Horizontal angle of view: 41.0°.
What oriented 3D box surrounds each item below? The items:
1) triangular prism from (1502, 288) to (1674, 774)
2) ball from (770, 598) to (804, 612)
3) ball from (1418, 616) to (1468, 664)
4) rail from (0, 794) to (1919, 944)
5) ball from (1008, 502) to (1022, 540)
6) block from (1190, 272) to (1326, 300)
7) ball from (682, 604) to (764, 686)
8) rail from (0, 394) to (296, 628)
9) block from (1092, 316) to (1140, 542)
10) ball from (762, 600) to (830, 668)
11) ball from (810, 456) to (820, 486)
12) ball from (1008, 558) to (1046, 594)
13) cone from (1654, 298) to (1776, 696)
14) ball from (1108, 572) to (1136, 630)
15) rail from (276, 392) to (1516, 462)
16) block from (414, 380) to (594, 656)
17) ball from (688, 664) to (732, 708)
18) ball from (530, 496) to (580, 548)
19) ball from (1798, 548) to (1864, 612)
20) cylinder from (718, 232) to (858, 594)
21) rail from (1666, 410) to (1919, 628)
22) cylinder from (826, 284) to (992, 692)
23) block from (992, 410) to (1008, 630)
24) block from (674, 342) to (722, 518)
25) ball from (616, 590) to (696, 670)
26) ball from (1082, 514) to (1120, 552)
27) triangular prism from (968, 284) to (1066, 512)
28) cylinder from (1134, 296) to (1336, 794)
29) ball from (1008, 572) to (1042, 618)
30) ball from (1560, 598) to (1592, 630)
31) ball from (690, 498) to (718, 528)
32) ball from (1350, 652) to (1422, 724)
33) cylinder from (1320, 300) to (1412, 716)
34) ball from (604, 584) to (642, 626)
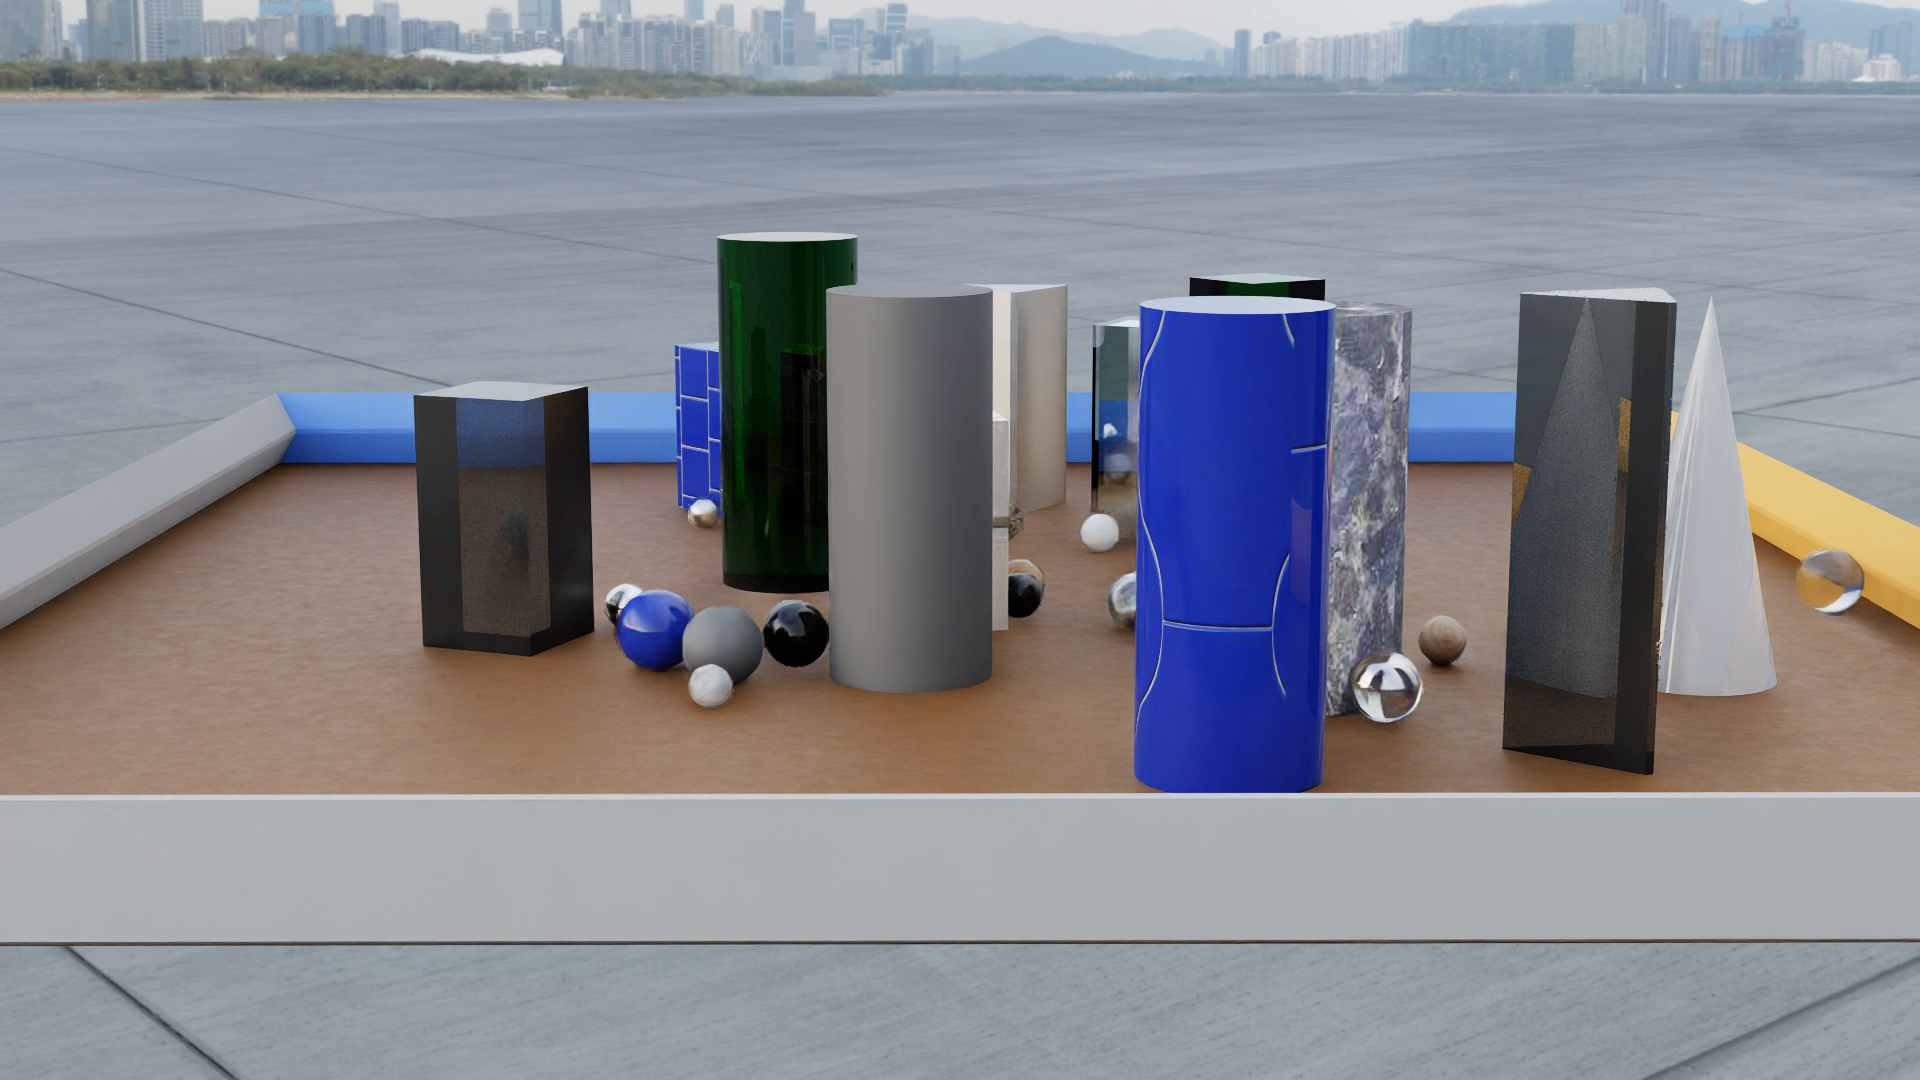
[{"bbox_3d":[0.698,-0.018,2.731,0.171,0.491,0.148,9,13,39],"label":"triangular prism"},{"bbox_3d":[-0.209,0.108,3.214,0.069,0.069,0.069,0,10,0],"label":"ball"},{"bbox_3d":[0.594,0.123,3.157,0.059,0.059,0.059,0,10,0],"label":"ball"},{"bbox_3d":[0.008,0.271,2.164,2.514,0.128,0.045,0,10,0],"label":"rail"},{"bbox_3d":[0.065,-0.030,3.968,0.064,0.064,0.064,0,10,0],"label":"ball"},{"bbox_3d":[0.490,-0.246,4.268,0.158,0.380,0.158,-7,13,-34],"label":"block"},{"bbox_3d":[-0.282,0.125,3.041,0.097,0.097,0.097,0,10,0],"label":"ball"},{"bbox_3d":[-1.233,0.034,3.442,0.045,0.128,2.661,0,10,0],"label":"rail"},{"bbox_3d":[0.308,-0.173,4.002,0.158,0.334,0.158,5,12,24],"label":"block"},{"bbox_3d":[-0.201,0.115,3.140,0.081,0.081,0.081,0,10,0],"label":"ball"},{"bbox_3d":[-0.273,-0.121,4.472,0.060,0.060,0.060,0,10,0],"label":"ball"},{"bbox_3d":[0.083,0.059,3.484,0.067,0.067,0.067,0,10,0],"label":"ball"},{"bbox_3d":[0.883,-0.062,3.055,0.197,0.460,0.197,0,10,0],"label":"cone"},{"bbox_3d":[0.230,0.080,3.343,0.075,0.075,0.075,0,10,0],"label":"ball"},{"bbox_3d":[-0.008,-0.205,4.734,2.514,0.128,0.045,0,10,0],"label":"rail"},{"bbox_3d":[-0.579,-0.031,3.270,0.158,0.321,0.158,4,11,22],"label":"block"},{"bbox_3d":[-0.286,0.168,2.944,0.050,0.050,0.050,0,10,0],"label":"ball"},{"bbox_3d":[-0.618,-0.027,3.921,0.077,0.077,0.077,0,10,0],"label":"ball"},{"bbox_3d":[1.171,0.055,3.451,0.086,0.086,0.086,0,10,0],"label":"ball"},{"bbox_3d":[-0.242,-0.184,3.632,0.197,0.490,0.197,0,10,0],"label":"cylinder"},{"bbox_3d":[1.233,0.032,3.456,0.045,0.128,2.661,0,10,0],"label":"rail"},{"bbox_3d":[-0.059,-0.067,3.069,0.197,0.464,0.197,0,10,0],"label":"cylinder"},{"bbox_3d":[-0.030,-0.029,3.386,0.158,0.276,0.158,-2,11,-11],"label":"block"},{"bbox_3d":[-0.360,-0.186,4.248,0.158,0.271,0.158,-8,13,-38],"label":"block"},{"bbox_3d":[-0.368,0.109,3.123,0.099,0.099,0.099,0,10,0],"label":"ball"},{"bbox_3d":[0.213,-0.011,3.886,0.058,0.058,0.058,0,10,0],"label":"ball"},{"bbox_3d":[0.070,-0.240,4.278,0.148,0.365,0.171,7,12,32],"label":"triangular prism"},{"bbox_3d":[0.279,0.003,2.627,0.197,0.488,0.197,0,10,0],"label":"cylinder"},{"bbox_3d":[0.079,0.073,3.421,0.061,0.061,0.061,0,10,0],"label":"ball"},{"bbox_3d":[0.804,0.097,3.349,0.041,0.041,0.041,0,10,0],"label":"ball"},{"bbox_3d":[-0.407,-0.042,4.085,0.047,0.047,0.047,0,10,0],"label":"ball"},{"bbox_3d":[0.477,0.165,2.874,0.080,0.080,0.080,0,10,0],"label":"ball"},{"bbox_3d":[0.416,-0.041,2.965,0.197,0.453,0.197,0,10,0],"label":"cylinder"},{"bbox_3d":[-0.436,0.087,3.356,0.058,0.058,0.058,0,10,0],"label":"ball"}]
